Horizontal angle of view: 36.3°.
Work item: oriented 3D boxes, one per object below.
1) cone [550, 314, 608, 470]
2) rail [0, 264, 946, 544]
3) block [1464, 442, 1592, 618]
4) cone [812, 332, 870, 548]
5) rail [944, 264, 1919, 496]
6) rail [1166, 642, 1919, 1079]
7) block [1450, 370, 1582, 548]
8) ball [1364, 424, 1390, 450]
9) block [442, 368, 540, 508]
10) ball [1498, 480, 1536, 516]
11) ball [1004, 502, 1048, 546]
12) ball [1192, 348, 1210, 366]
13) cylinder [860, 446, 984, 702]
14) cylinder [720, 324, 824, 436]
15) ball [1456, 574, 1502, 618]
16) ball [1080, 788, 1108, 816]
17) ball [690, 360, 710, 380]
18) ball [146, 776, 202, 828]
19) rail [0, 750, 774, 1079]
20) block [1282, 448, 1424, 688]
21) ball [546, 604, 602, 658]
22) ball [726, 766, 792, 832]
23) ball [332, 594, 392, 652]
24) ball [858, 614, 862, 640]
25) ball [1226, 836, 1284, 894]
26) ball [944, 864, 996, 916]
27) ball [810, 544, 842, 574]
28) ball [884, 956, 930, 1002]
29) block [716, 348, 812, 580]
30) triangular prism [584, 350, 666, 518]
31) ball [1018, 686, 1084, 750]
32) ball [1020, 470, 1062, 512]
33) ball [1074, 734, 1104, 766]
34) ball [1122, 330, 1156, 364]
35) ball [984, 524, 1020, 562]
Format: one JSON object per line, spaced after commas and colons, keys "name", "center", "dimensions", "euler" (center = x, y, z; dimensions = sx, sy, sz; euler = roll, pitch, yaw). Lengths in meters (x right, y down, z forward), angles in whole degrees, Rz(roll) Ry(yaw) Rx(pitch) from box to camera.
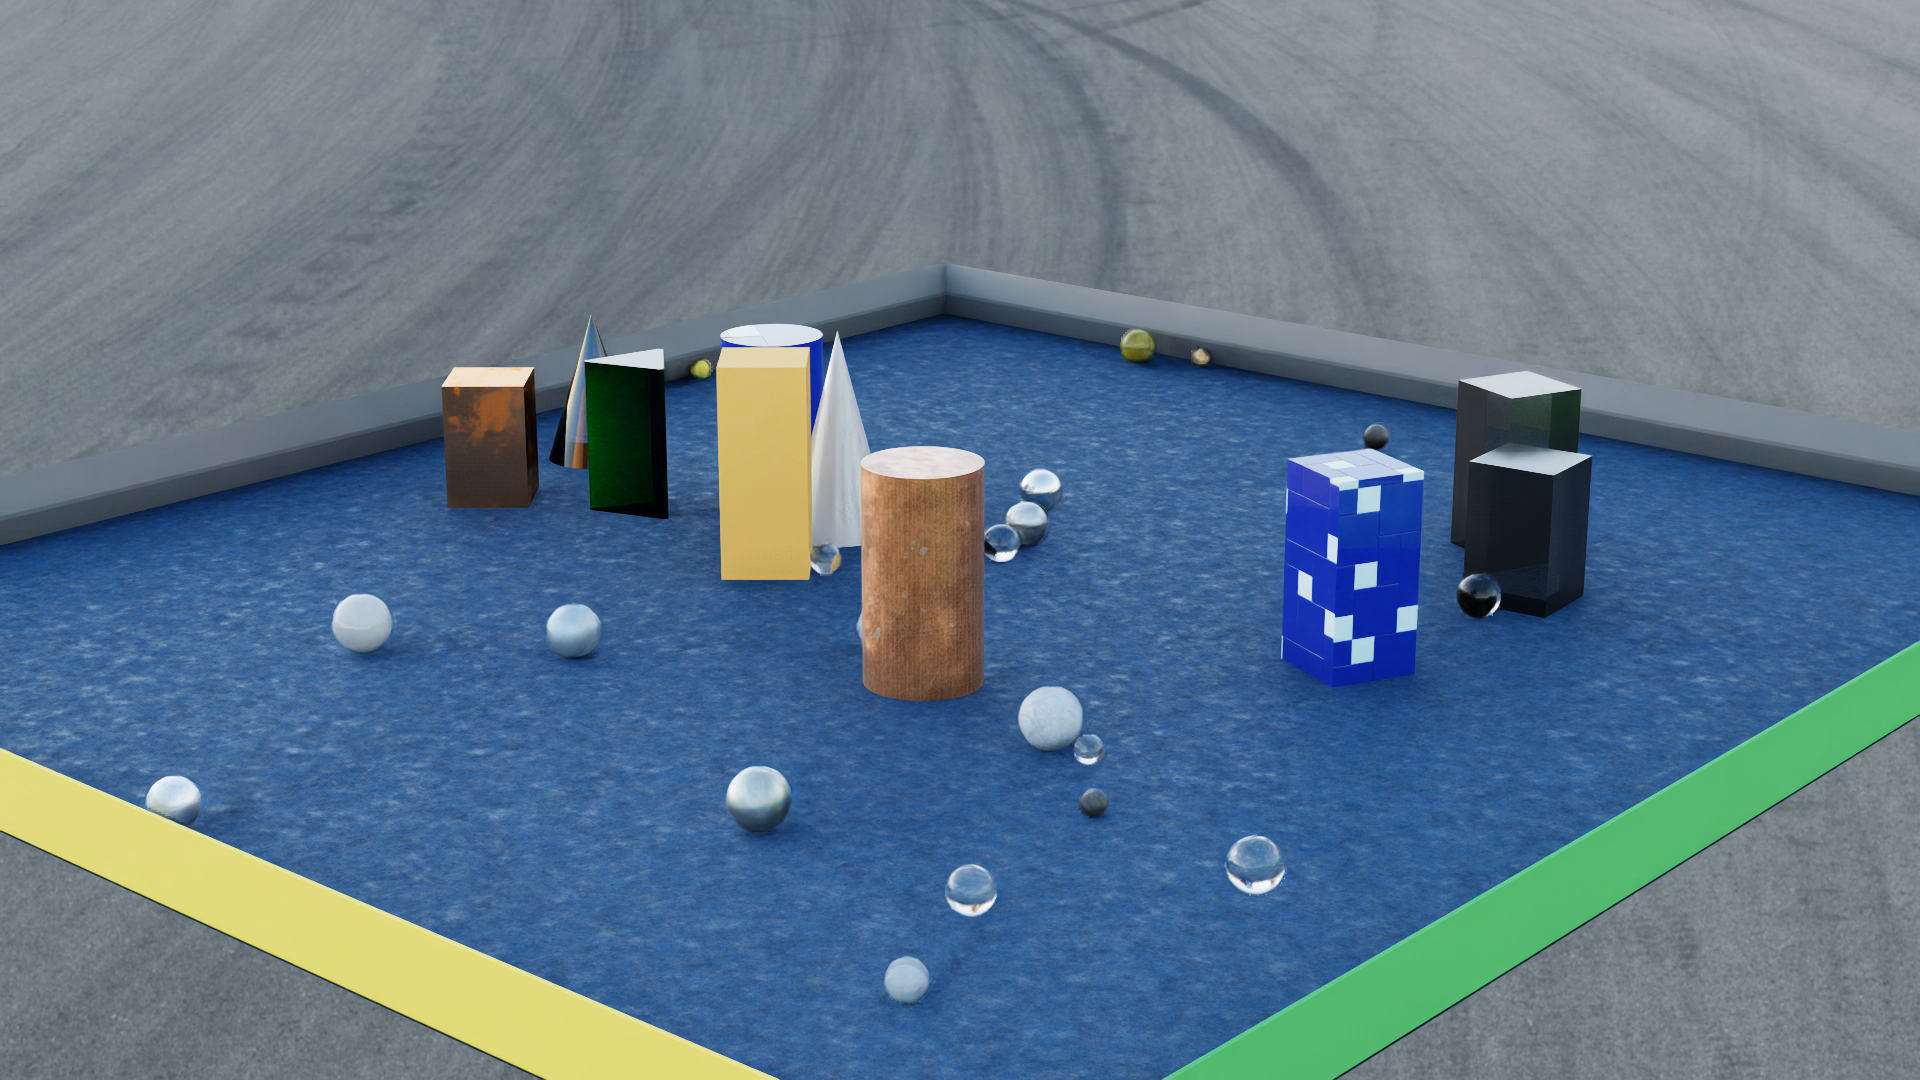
{"name": "cone", "center": [-0.745, -0.315, 5.972], "dimensions": [0.195, 0.301, 0.195], "euler": [0, 17, 0]}
{"name": "rail", "center": [-1.138, -0.253, 6.066], "dimensions": [0.045, 0.127, 3.403], "euler": [14, 22, 39]}
{"name": "block", "center": [0.981, -0.019, 5.073], "dimensions": [0.156, 0.253, 0.156], "euler": [12, 20, 34]}
{"name": "cone", "center": [-0.225, -0.200, 5.441], "dimensions": [0.195, 0.387, 0.195], "euler": [0, 17, 0]}
{"name": "rail", "center": [1.100, -0.334, 6.333], "dimensions": [3.060, 0.127, 0.045], "euler": [14, 22, 39]}
{"name": "rail", "center": [1.138, 0.317, 4.175], "dimensions": [0.045, 0.127, 3.403], "euler": [14, 22, 39]}
{"name": "block", "center": [1.014, -0.134, 5.356], "dimensions": [0.156, 0.309, 0.156], "euler": [-8, 19, -26]}
{"name": "ball", "center": [0.861, -0.213, 6.061], "dimensions": [0.054, 0.054, 0.054], "euler": [0, 17, 0]}
{"name": "block", "center": [-0.910, -0.200, 5.694], "dimensions": [0.156, 0.240, 0.156], "euler": [0, 17, 0]}
{"name": "ball", "center": [1.062, -0.080, 5.593], "dimensions": [0.069, 0.069, 0.069], "euler": [0, 17, 0]}
{"name": "ball", "center": [0.122, -0.030, 5.408], "dimensions": [0.081, 0.081, 0.081], "euler": [0, 17, 0]}
{"name": "ball", "center": [0.557, -0.421, 6.772], "dimensions": [0.041, 0.041, 0.041], "euler": [0, 17, 0]}
{"name": "cylinder", "center": [-0.059, 0.052, 4.648], "dimensions": [0.195, 0.363, 0.195], "euler": [0, 17, 0]}
{"name": "cylinder", "center": [-0.359, -0.231, 5.634], "dimensions": [0.195, 0.334, 0.195], "euler": [0, 17, 0]}
{"name": "ball", "center": [0.885, 0.095, 5.002], "dimensions": [0.076, 0.076, 0.076], "euler": [0, 17, 0]}
{"name": "ball", "center": [0.190, 0.371, 4.147], "dimensions": [0.040, 0.040, 0.040], "euler": [0, 17, 0]}
{"name": "ball", "center": [-0.590, -0.385, 6.648], "dimensions": [0.044, 0.044, 0.044], "euler": [0, 17, 0]}
{"name": "ball", "center": [-1.100, 0.367, 4.100], "dimensions": [0.075, 0.075, 0.075], "euler": [0, 17, 0]}
{"name": "rail", "center": [-1.100, 0.398, 3.907], "dimensions": [3.060, 0.127, 0.045], "euler": [14, 22, 39]}
{"name": "block", "center": [0.630, 0.043, 4.719], "dimensions": [0.156, 0.339, 0.156], "euler": [-8, 18, -24]}
{"name": "ball", "center": [-0.632, 0.148, 4.804], "dimensions": [0.089, 0.089, 0.089], "euler": [0, 17, 0]}
{"name": "ball", "center": [-0.280, 0.361, 4.094], "dimensions": [0.091, 0.091, 0.091], "euler": [0, 17, 0]}
{"name": "ball", "center": [-0.985, 0.137, 4.827], "dimensions": [0.097, 0.097, 0.097], "euler": [0, 17, 0]}
{"name": "ball", "center": [-0.129, 0.143, 4.833], "dimensions": [0.082, 0.082, 0.082], "euler": [0, 17, 0]}
{"name": "ball", "center": [0.391, 0.431, 3.885], "dimensions": [0.078, 0.078, 0.078], "euler": [0, 17, 0]}
{"name": "ball", "center": [0.014, 0.456, 3.818], "dimensions": [0.068, 0.068, 0.068], "euler": [0, 17, 0]}
{"name": "ball", "center": [-0.240, 0.034, 5.238], "dimensions": [0.057, 0.057, 0.057], "euler": [0, 17, 0]}
{"name": "ball", "center": [-0.065, 0.536, 3.575], "dimensions": [0.055, 0.055, 0.055], "euler": [0, 17, 0]}
{"name": "block", "center": [-0.347, -0.137, 5.232], "dimensions": [0.156, 0.387, 0.156], "euler": [0, 17, 0]}
{"name": "triangular prism", "center": [-0.607, -0.209, 5.635], "dimensions": [0.169, 0.293, 0.146], "euler": [7, 18, 22]}
{"name": "ball", "center": [0.137, 0.267, 4.395], "dimensions": [0.097, 0.097, 0.097], "euler": [0, 17, 0]}
{"name": "ball", "center": [0.156, -0.094, 5.617], "dimensions": [0.082, 0.082, 0.082], "euler": [0, 17, 0]}
{"name": "ball", "center": [0.191, 0.310, 4.340], "dimensions": [0.046, 0.046, 0.046], "euler": [0, 17, 0]}
{"name": "ball", "center": [0.414, -0.448, 6.795], "dimensions": [0.080, 0.080, 0.080], "euler": [0, 17, 0]}
{"name": "ball", "center": [0.074, 0.006, 5.309], "dimensions": [0.069, 0.069, 0.069], "euler": [0, 17, 0]}
